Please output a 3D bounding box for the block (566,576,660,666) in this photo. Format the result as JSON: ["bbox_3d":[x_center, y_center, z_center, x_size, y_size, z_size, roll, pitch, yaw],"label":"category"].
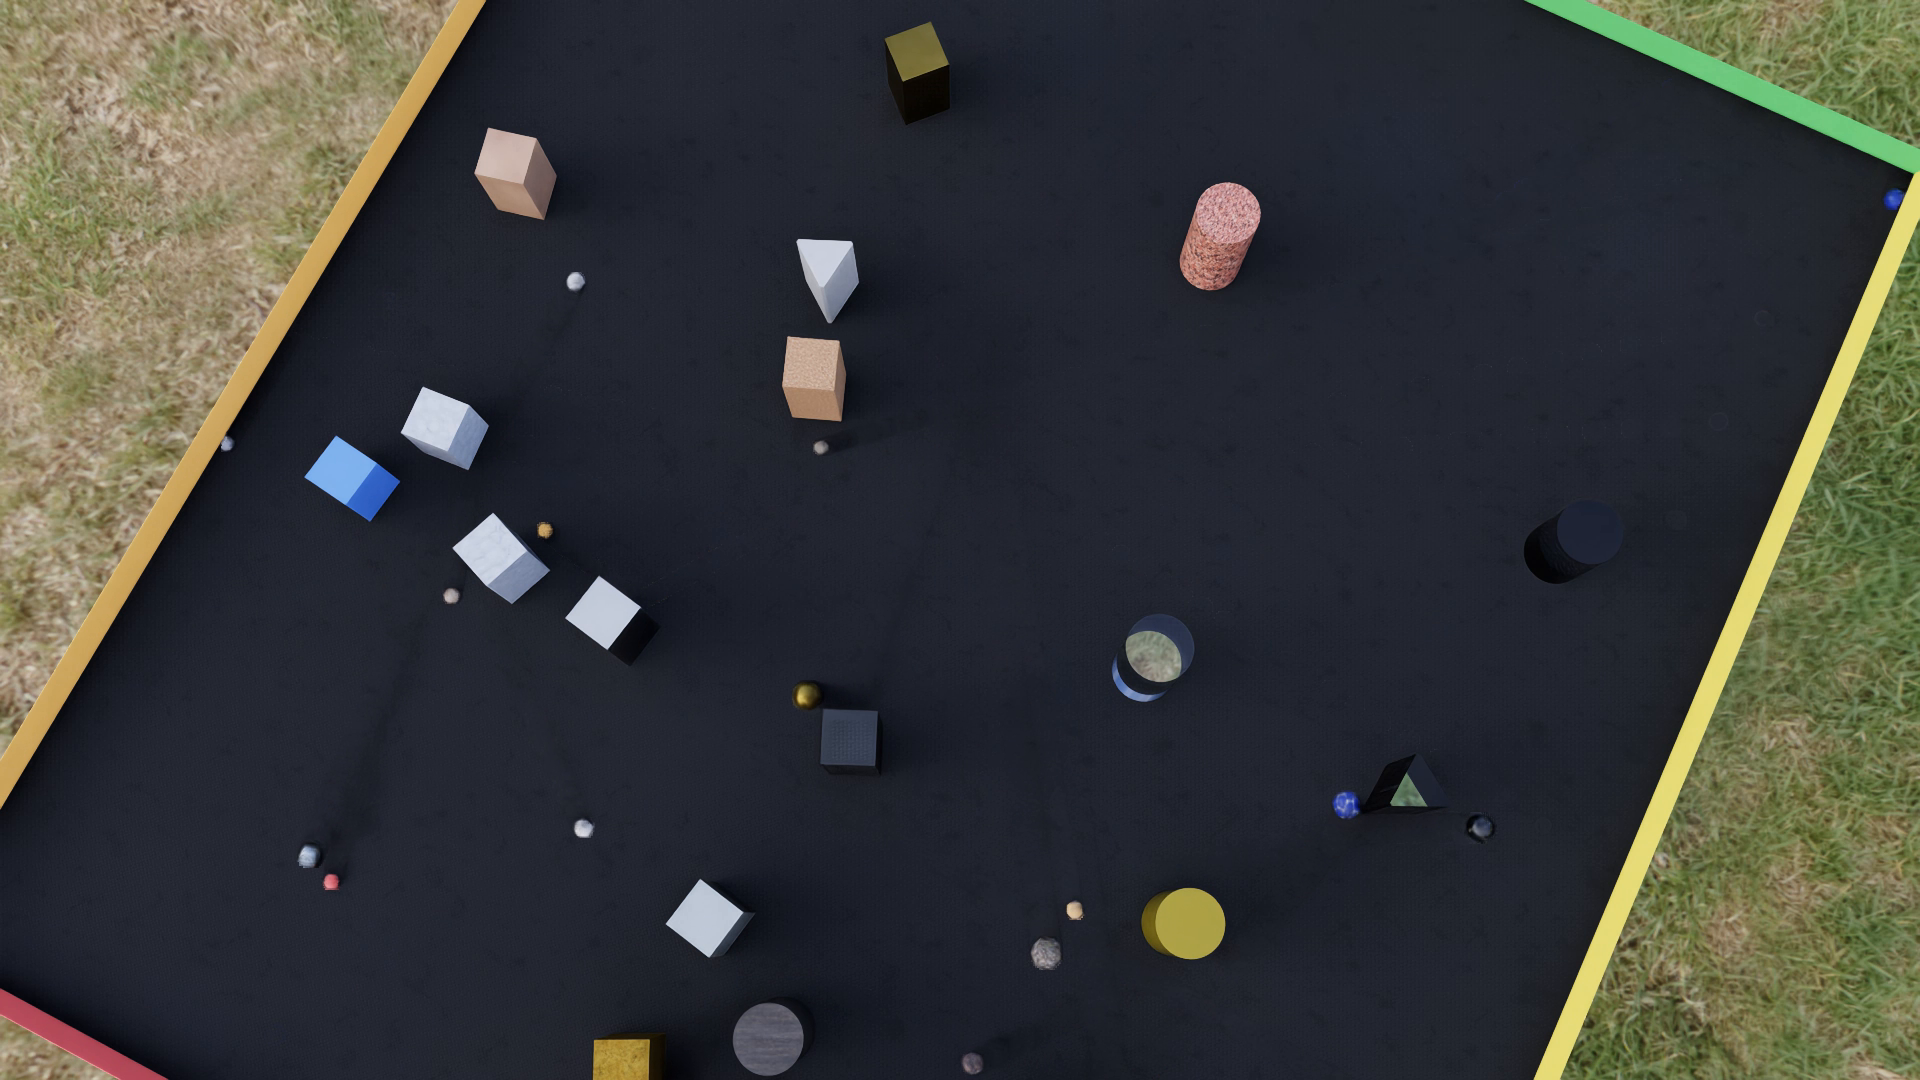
[{"bbox_3d":[-1.014,0.243,5.383,0.153,0.358,0.153,36,81,7],"label":"block"}]

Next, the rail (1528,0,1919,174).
[{"bbox_3d":[1.089,-2.127,5.992,4.426,0.124,0.045,26,80,5],"label":"rail"}]

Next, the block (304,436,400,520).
[{"bbox_3d":[-1.833,-0.183,5.537,0.153,0.230,0.153,33,80,6],"label":"block"}]

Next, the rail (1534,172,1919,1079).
[{"bbox_3d":[1.958,0.965,5.352,0.045,0.124,4.918,26,80,5],"label":"rail"}]

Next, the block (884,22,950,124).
[{"bbox_3d":[-0.132,-1.463,5.759,0.153,0.314,0.153,-21,79,-4],"label":"block"}]

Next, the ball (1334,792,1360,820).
[{"bbox_3d":[1.143,0.786,5.413,0.080,0.080,0.080,0,78,0],"label":"ball"}]

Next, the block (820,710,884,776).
[{"bbox_3d":[-0.310,0.589,5.302,0.153,0.377,0.153,2,78,0],"label":"block"}]

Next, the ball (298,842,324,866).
[{"bbox_3d":[-1.910,0.925,5.389,0.070,0.070,0.070,0,78,0],"label":"ball"}]

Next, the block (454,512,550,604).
[{"bbox_3d":[-1.359,0.058,5.448,0.153,0.307,0.153,-42,81,-8],"label":"block"}]

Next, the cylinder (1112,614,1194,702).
[{"bbox_3d":[0.554,0.346,5.306,0.191,0.467,0.191,0,78,0],"label":"cylinder"}]

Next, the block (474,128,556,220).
[{"bbox_3d":[-1.380,-1.137,5.705,0.153,0.288,0.153,13,79,3],"label":"block"}]

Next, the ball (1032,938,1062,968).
[{"bbox_3d":[0.251,1.199,5.323,0.089,0.089,0.089,0,78,0],"label":"ball"}]

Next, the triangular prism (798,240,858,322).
[{"bbox_3d":[-0.425,-0.821,5.615,0.143,0.336,0.165,32,80,6],"label":"triangular prism"}]

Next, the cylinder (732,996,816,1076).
[{"bbox_3d":[-0.516,1.384,5.127,0.191,0.397,0.191,0,78,0],"label":"cylinder"}]

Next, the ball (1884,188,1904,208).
[{"bbox_3d":[2.961,-1.082,5.808,0.063,0.063,0.063,0,78,0],"label":"ball"}]

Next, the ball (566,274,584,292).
[{"bbox_3d":[-1.209,-0.808,5.756,0.055,0.055,0.055,0,78,0],"label":"ball"}]

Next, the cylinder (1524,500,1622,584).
[{"bbox_3d":[1.820,0.009,5.452,0.191,0.319,0.191,0,78,0],"label":"cylinder"}]

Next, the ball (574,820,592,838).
[{"bbox_3d":[-1.114,0.852,5.413,0.053,0.053,0.053,0,78,0],"label":"ball"}]

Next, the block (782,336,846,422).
[{"bbox_3d":[-0.438,-0.484,5.544,0.153,0.337,0.153,5,78,1],"label":"block"}]

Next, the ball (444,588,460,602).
[{"bbox_3d":[-1.540,0.168,5.558,0.046,0.046,0.046,0,78,0],"label":"ball"}]

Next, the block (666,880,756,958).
[{"bbox_3d":[-0.708,1.080,5.231,0.153,0.317,0.153,36,81,7],"label":"block"}]

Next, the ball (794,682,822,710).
[{"bbox_3d":[-0.455,0.466,5.476,0.086,0.086,0.086,0,78,0],"label":"ball"}]

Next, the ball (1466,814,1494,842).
[{"bbox_3d":[1.533,0.849,5.400,0.081,0.081,0.081,0,78,0],"label":"ball"}]

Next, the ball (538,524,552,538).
[{"bbox_3d":[-1.268,-0.028,5.600,0.044,0.044,0.044,0,78,0],"label":"ball"}]

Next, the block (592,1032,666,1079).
[{"bbox_3d":[-0.928,1.477,5.162,0.153,0.292,0.153,-1,78,0],"label":"block"}]

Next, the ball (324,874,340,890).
[{"bbox_3d":[-1.847,1.004,5.386,0.045,0.045,0.045,0,78,0],"label":"ball"}]

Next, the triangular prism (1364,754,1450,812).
[{"bbox_3d":[1.280,0.703,5.283,0.165,0.368,0.143,0,78,0],"label":"triangular prism"}]

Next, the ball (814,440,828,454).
[{"bbox_3d":[-0.427,-0.286,5.654,0.042,0.042,0.042,0,78,0],"label":"ball"}]

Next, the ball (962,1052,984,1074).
[{"bbox_3d":[0.038,1.506,5.275,0.060,0.060,0.060,0,78,0],"label":"ball"}]

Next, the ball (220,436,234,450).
[{"bbox_3d":[-2.262,-0.299,5.656,0.044,0.044,0.044,0,78,0],"label":"ball"}]

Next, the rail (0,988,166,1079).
[{"bbox_3d":[-1.089,2.140,5.110,4.426,0.124,0.045,26,80,5],"label":"rail"}]

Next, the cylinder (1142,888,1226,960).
[{"bbox_3d":[0.628,1.085,5.189,0.191,0.398,0.191,0,78,0],"label":"cylinder"}]

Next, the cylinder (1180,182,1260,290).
[{"bbox_3d":[0.790,-0.922,5.599,0.191,0.408,0.191,0,78,0],"label":"cylinder"}]

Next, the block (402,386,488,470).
[{"bbox_3d":[-1.562,-0.337,5.567,0.153,0.234,0.153,21,79,4],"label":"block"}]

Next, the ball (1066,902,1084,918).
[{"bbox_3d":[0.336,1.083,5.367,0.050,0.050,0.050,0,78,0],"label":"ball"}]

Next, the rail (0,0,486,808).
[{"bbox_3d":[-1.958,-0.952,5.749,0.045,0.124,4.918,26,80,5],"label":"rail"}]
